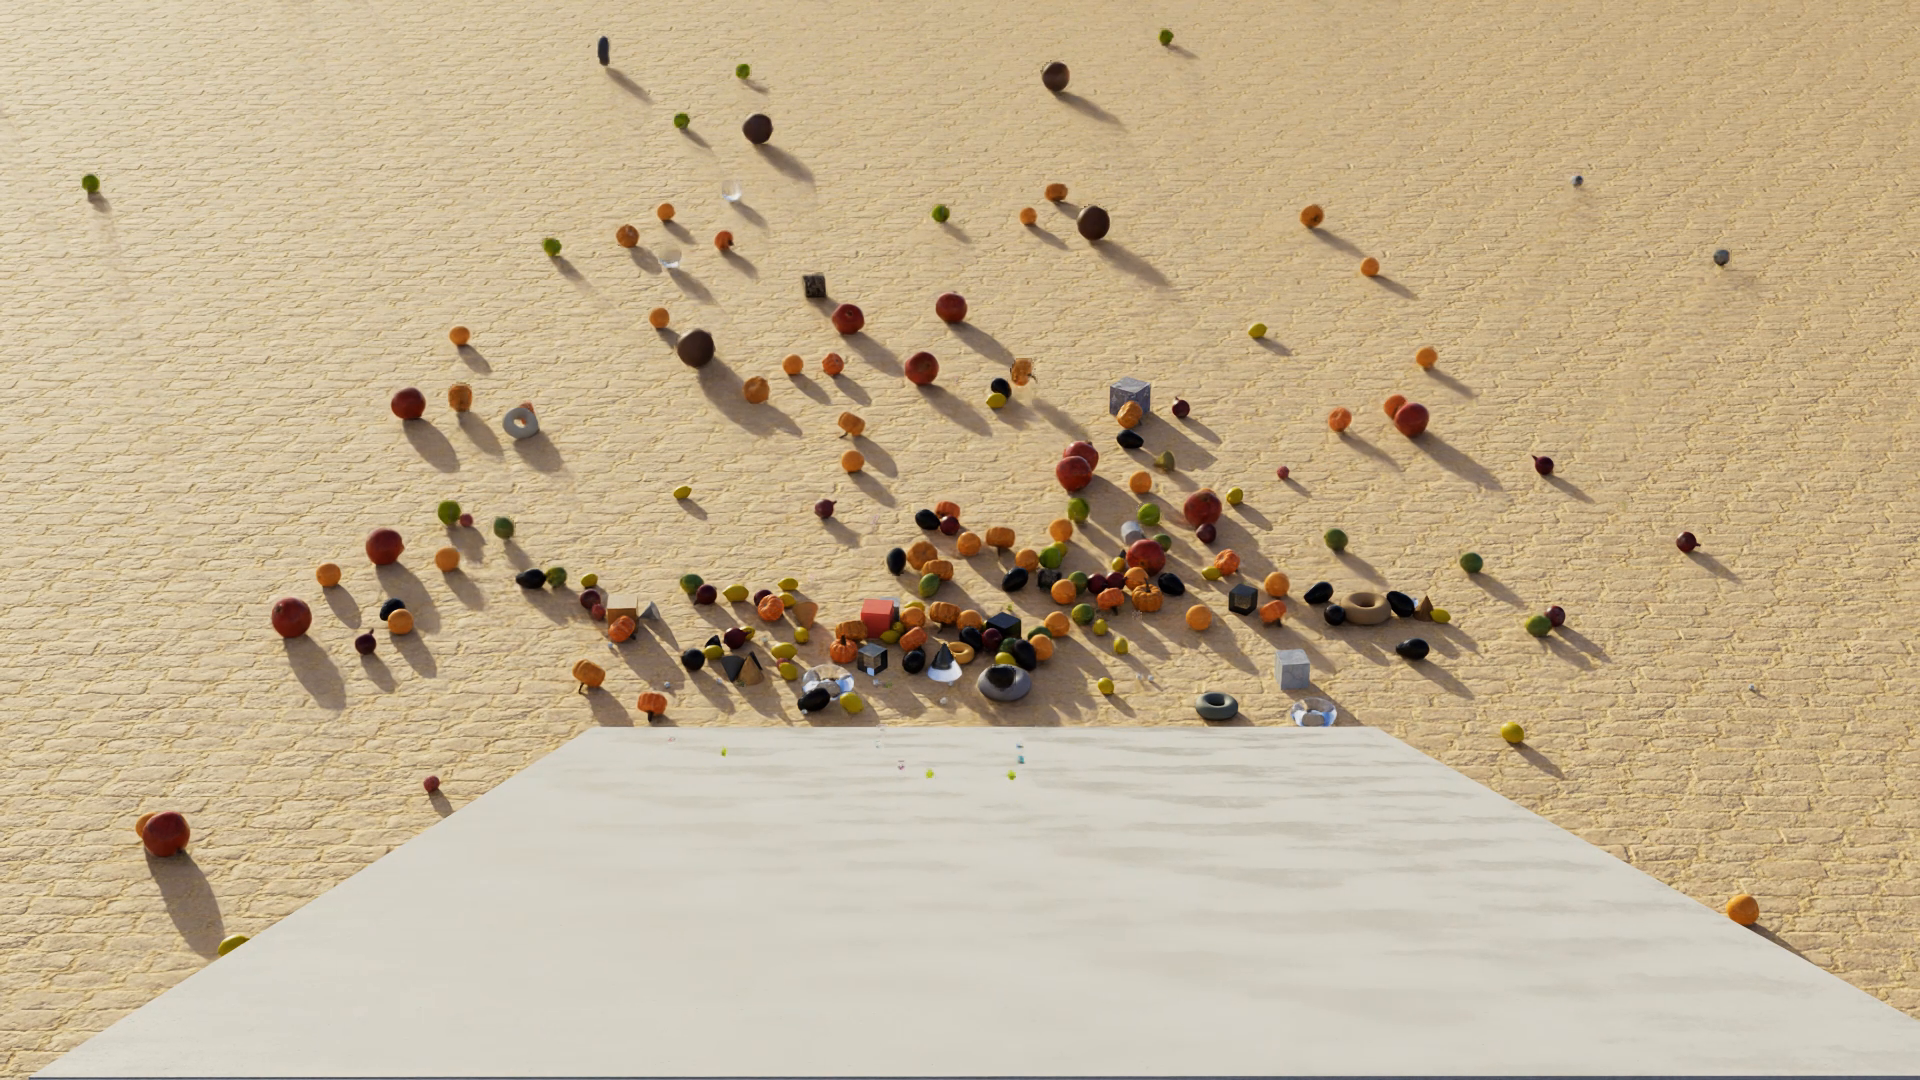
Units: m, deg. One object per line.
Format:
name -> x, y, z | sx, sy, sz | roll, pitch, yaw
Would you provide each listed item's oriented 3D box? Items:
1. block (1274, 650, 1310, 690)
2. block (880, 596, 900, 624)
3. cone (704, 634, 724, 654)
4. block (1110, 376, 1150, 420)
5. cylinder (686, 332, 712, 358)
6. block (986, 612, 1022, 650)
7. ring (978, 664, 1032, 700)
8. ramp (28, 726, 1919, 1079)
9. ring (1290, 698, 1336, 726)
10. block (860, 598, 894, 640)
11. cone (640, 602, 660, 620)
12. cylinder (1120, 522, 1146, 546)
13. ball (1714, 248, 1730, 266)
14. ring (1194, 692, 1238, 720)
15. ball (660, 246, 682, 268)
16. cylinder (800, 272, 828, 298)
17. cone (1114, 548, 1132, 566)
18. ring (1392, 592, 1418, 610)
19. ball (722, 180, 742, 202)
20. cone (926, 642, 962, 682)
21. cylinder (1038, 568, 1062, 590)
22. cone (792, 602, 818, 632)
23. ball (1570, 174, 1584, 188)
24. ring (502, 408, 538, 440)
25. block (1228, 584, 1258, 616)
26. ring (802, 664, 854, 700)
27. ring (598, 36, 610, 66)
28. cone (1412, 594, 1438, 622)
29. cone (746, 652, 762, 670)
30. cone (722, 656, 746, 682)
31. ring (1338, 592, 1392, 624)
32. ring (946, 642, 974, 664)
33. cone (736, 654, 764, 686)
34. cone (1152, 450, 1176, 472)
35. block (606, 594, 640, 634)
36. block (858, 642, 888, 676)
block -> 0.894, 0.348, 6.954 | 0.077, 0.077, 0.077 | -3, 28, -7
block -> -0.198, 0.199, 7.263 | 0.057, 0.057, 0.057 | 1, 27, 1
cone -> -0.666, 0.298, 7.108 | 0.053, 0.053, 0.053 | 43, 43, 17
block -> 0.560, -0.467, 8.500 | 0.098, 0.098, 0.098 | 18, 32, 30
cylinder -> -0.898, -0.670, 8.903 | 0.088, 0.088, 0.088 | -2, 28, -4
block -> 0.121, 0.252, 7.147 | 0.069, 0.069, 0.069 | 22, 35, 36
ring -> 0.120, 0.382, 6.920 | 0.146, 0.049, 0.146 | -1, 28, 0
ramp -> 0.062, 0.558, 4.596 | 2.000, 0.100, 4.000 | 0, 1, 0
ring -> 0.929, 0.455, 6.789 | 0.123, 0.041, 0.123 | -1, 28, 0
block -> -0.230, 0.220, 7.198 | 0.080, 0.080, 0.080 | 3, 28, 7
cone -> -0.883, 0.210, 7.276 | 0.057, 0.057, 0.057 | -24, 25, 11
cylinder -> 0.514, -0.016, 7.673 | 0.061, 0.061, 0.061 | -7, 15, -14
ball -> 2.857, -1.061, 9.685 | 0.062, 0.062, 0.062 | 0, 27, 0
ring -> 0.678, 0.439, 6.822 | 0.115, 0.038, 0.115 | 1, 26, 0
ball -> -1.082, -1.058, 9.653 | 0.086, 0.086, 0.086 | 0, 27, 0
cylinder -> -0.532, -0.929, 9.415 | 0.075, 0.075, 0.075 | -26, 33, -10
cone -> 0.479, 0.045, 7.567 | 0.050, 0.050, 0.050 | 0, 27, 0
ring -> 1.265, 0.175, 7.344 | 0.076, 0.025, 0.076 | -1, 28, 0
ball -> -0.911, -1.392, 10.300 | 0.081, 0.081, 0.081 | 0, 27, 0
cone -> -0.042, 0.317, 6.993 | 0.097, 0.097, 0.097 | 0, 27, 0
cylinder -> 0.258, 0.115, 7.428 | 0.055, 0.055, 0.055 | 10, 29, 22
cone -> -0.429, 0.226, 7.237 | 0.076, 0.076, 0.076 | -6, 55, -11
ball -> 2.496, -1.454, 10.452 | 0.051, 0.051, 0.051 | 0, 27, 0
ring -> -1.423, -0.377, 8.348 | 0.117, 0.039, 0.117 | 11, 56, -17
block -> 0.802, 0.169, 7.318 | 0.060, 0.060, 0.060 | 18, 32, 31
ring -> -0.355, 0.382, 6.923 | 0.143, 0.048, 0.143 | -1, 29, 0
ring -> -1.638, -2.248, 11.874 | 0.046, 0.137, 0.137 | -3, 28, -2
cone -> 1.314, 0.184, 7.279 | 0.069, 0.069, 0.069 | 0, 27, 0
cone -> -0.558, 0.339, 7.030 | 0.053, 0.053, 0.053 | 35, 36, 8
cone -> -0.615, 0.358, 6.986 | 0.067, 0.067, 0.067 | 0, 54, 1
ring -> 1.143, 0.192, 7.287 | 0.149, 0.050, 0.149 | -1, 27, 1
ring -> -0.005, 0.310, 7.078 | 0.092, 0.031, 0.092 | 1, 28, -1
cone -> -0.567, 0.341, 6.971 | 0.075, 0.075, 0.075 | 0, 27, 0
cone -> 0.632, -0.242, 8.141 | 0.066, 0.066, 0.066 | -14, 16, 36
block -> -0.942, 0.207, 7.223 | 0.080, 0.080, 0.080 | -1, 27, -3
block -> -0.238, 0.324, 7.021 | 0.058, 0.058, 0.058 | 20, 34, 34
